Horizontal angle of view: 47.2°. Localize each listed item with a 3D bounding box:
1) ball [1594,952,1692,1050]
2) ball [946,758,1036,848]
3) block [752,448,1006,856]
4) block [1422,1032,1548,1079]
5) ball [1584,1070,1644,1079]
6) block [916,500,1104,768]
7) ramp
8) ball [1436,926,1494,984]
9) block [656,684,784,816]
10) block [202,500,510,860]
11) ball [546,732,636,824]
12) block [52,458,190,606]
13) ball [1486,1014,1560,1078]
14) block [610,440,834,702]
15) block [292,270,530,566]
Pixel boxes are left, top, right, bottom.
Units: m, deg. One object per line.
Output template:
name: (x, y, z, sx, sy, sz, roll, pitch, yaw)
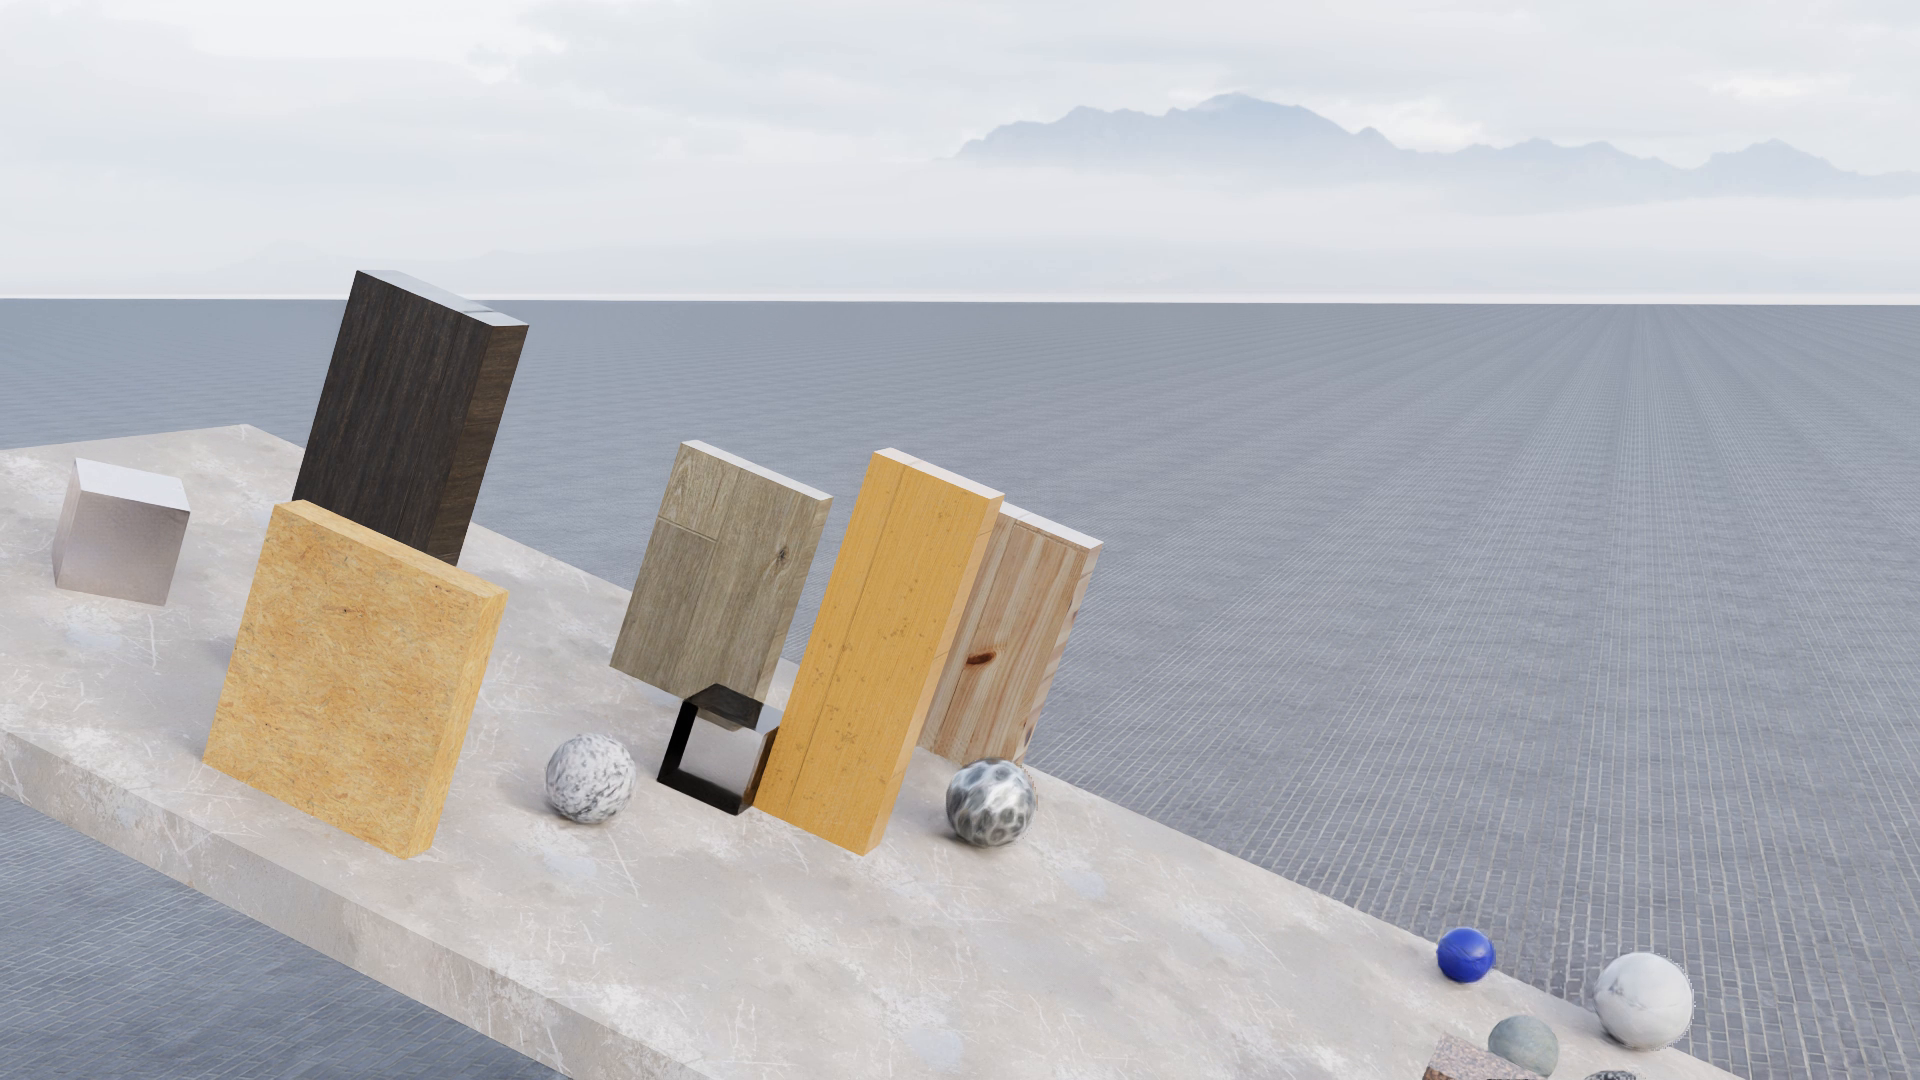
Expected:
ball: (1.445, 0.974, 4.653, 0.201, 0.201, 0.201, 0, 7, 0)
ball: (0.062, 0.534, 4.475, 0.183, 0.183, 0.183, 0, 7, 0)
block: (-0.159, 0.215, 4.206, 0.242, 0.740, 0.101, 23, 13, 13)
block: (0.859, 0.986, 3.715, 0.194, 0.194, 0.194, 23, 13, 17)
ball: (1.185, 1.050, 3.970, 0.181, 0.181, 0.181, 0, 7, 0)
block: (0.033, 0.202, 4.959, 0.393, 0.571, 0.128, 23, 13, 13)
ramp: (-0.333, 0.608, 4.210, 4.000, 0.100, 2.000, 23, 13, 13)
ball: (1.073, 0.882, 4.674, 0.119, 0.119, 0.119, 0, 7, 0)
block: (-0.454, 0.405, 4.266, 0.172, 0.172, 0.172, 22, 12, 12)
block: (-0.982, 0.224, 3.561, 0.397, 0.459, 0.081, 23, 13, 13)
ball: (-0.655, 0.423, 3.905, 0.160, 0.160, 0.160, 0, 7, 0)
block: (-1.618, -0.016, 4.236, 0.199, 0.199, 0.199, 13, 14, -29)
ball: (1.081, 0.980, 4.221, 0.135, 0.135, 0.135, 0, 7, 0)
block: (-0.514, 0.091, 4.714, 0.334, 0.521, 0.084, 23, 13, 13)
block: (-1.036, -0.063, 3.949, 0.282, 0.788, 0.129, 23, 13, 13)
